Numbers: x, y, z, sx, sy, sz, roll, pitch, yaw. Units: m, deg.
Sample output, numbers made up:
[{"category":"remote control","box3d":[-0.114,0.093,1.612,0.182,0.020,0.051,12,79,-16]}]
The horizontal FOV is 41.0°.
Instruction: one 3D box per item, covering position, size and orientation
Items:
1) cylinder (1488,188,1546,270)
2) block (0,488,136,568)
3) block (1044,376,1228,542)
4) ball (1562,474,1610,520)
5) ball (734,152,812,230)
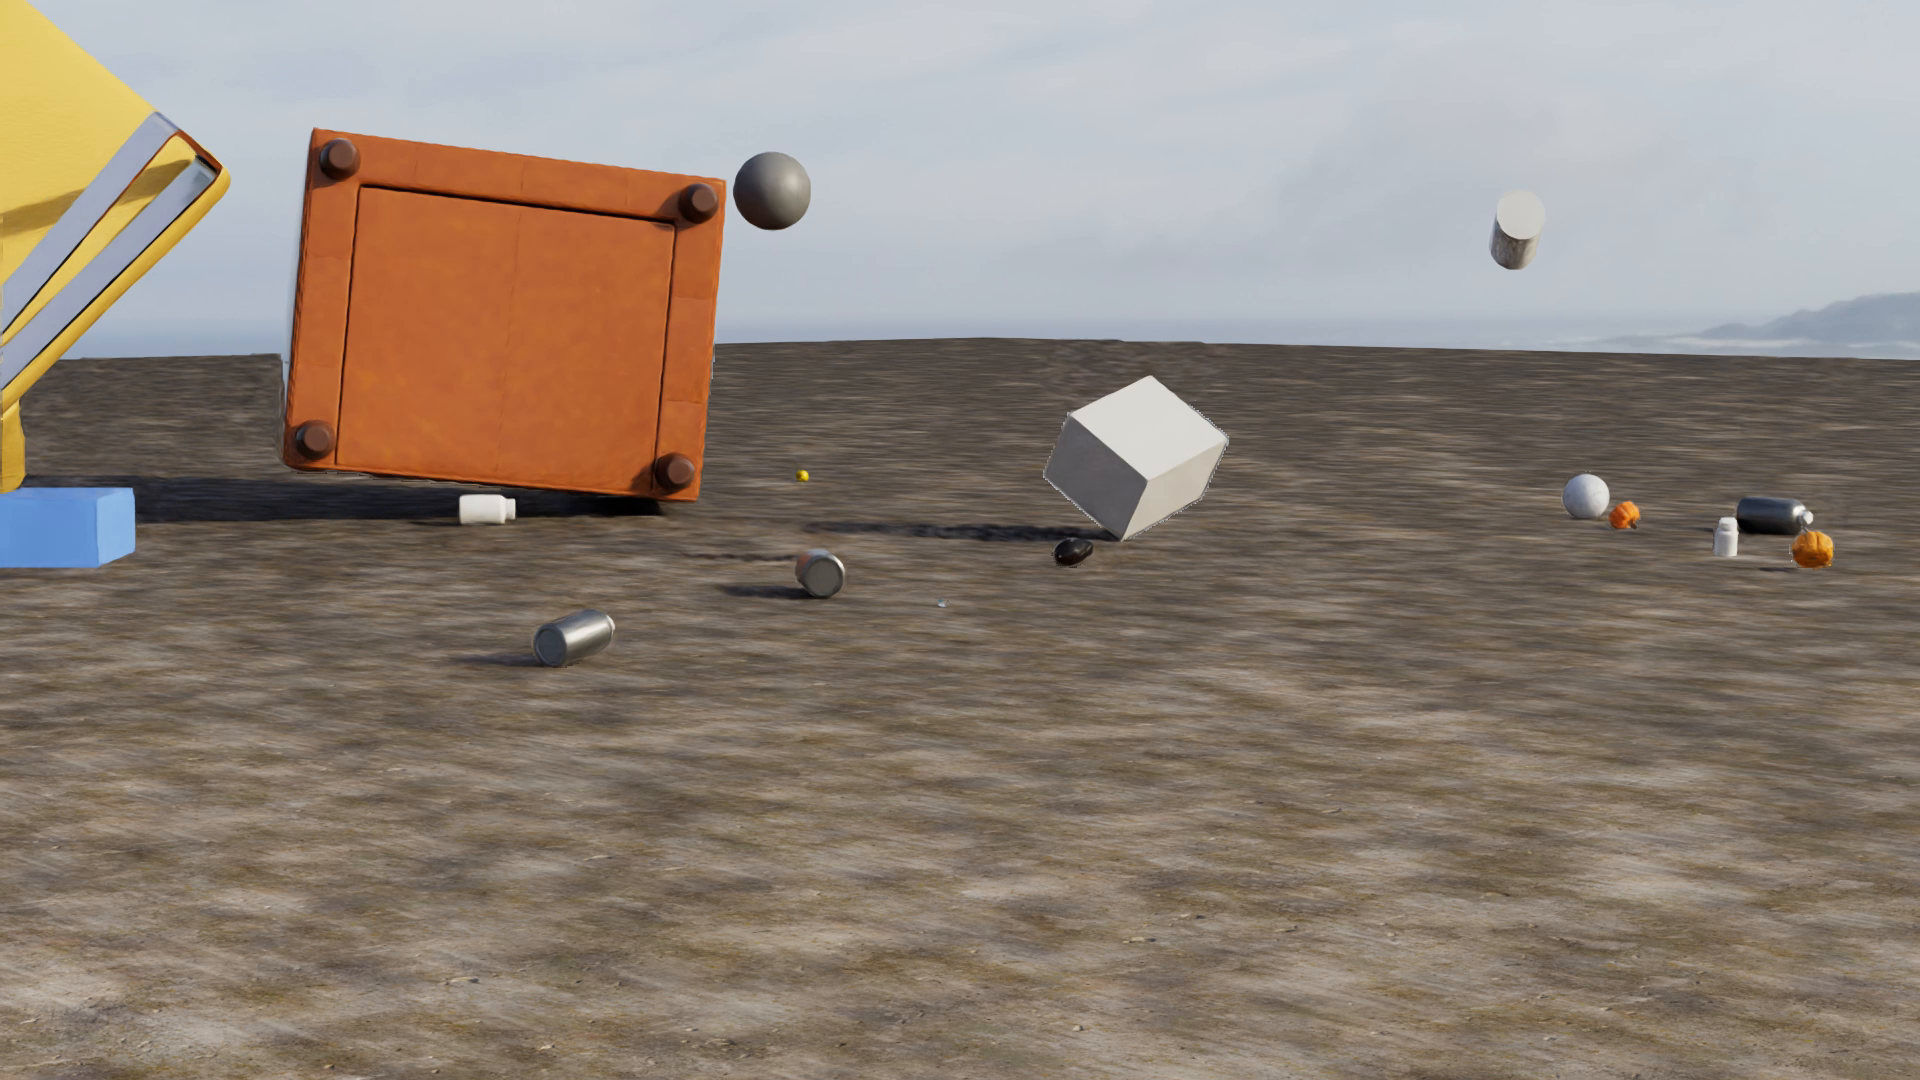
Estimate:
[{"category":"cylinder","box3d":[1.156,-0.645,5.329,0.100,0.137,0.099,6,-33,5]},{"category":"block","box3d":[-2.095,-0.031,5.971,0.259,0.153,0.331,0,6,-4]},{"category":"block","box3d":[0.442,-0.209,6.447,0.270,0.207,0.323,42,44,22]},{"category":"ball","box3d":[1.695,-0.117,6.946,0.124,0.124,0.124,0,6,0]},{"category":"ball","box3d":[-0.534,-0.993,7.303,0.222,0.222,0.222,0,6,0]}]
